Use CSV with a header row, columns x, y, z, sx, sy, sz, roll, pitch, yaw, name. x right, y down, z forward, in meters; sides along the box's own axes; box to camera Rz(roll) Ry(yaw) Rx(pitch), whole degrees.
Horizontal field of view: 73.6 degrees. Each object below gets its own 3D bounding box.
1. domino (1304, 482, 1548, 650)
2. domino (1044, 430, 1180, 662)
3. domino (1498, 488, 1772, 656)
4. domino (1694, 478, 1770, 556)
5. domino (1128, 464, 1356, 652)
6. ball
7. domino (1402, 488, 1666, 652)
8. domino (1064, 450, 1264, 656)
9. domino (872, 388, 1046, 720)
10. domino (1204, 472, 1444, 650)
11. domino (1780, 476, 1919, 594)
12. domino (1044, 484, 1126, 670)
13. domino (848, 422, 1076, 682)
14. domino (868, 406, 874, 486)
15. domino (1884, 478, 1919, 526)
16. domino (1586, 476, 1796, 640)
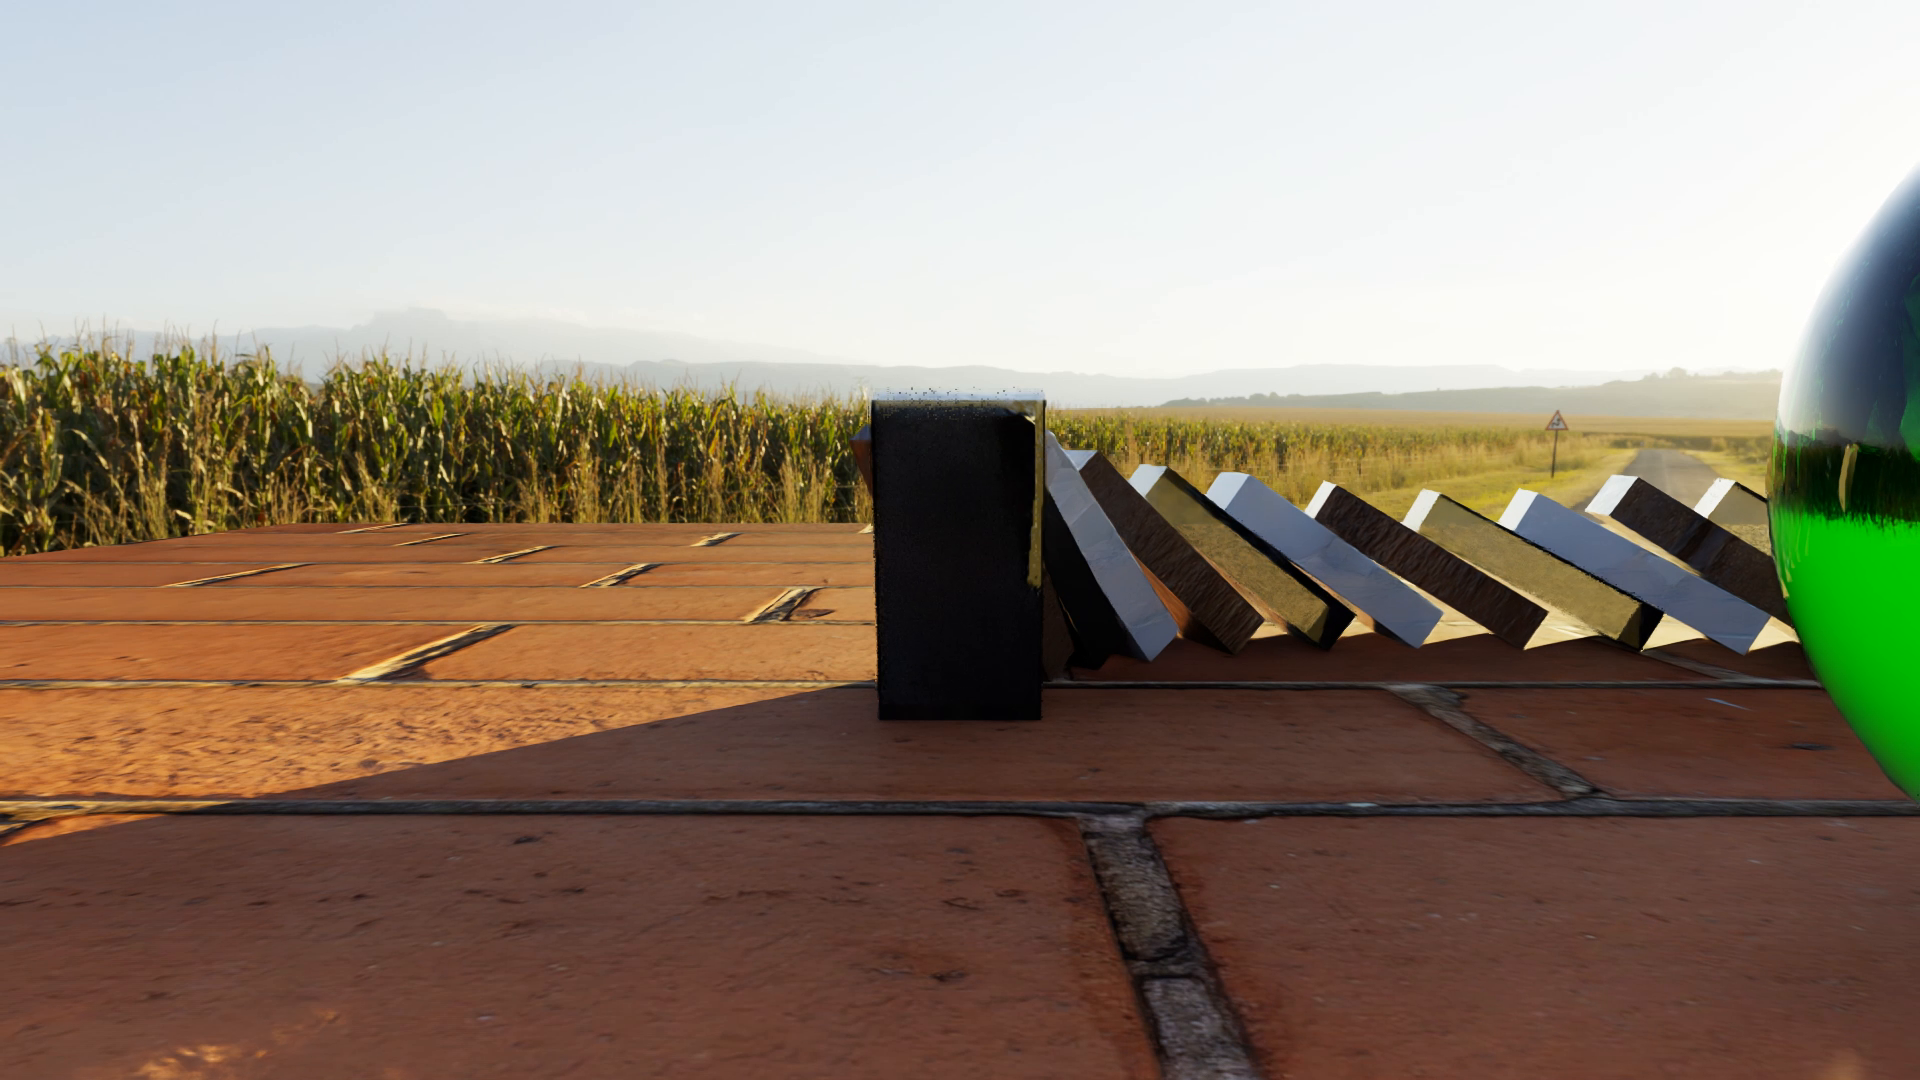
x,y,z,sx,sy,sz,roll,pitch,yaw,name
0.100,0.005,0.279,0.050,0.010,0.025,32,9,6,domino
0.021,0.001,0.253,0.010,0.050,0.025,-44,23,-20,domino
0.142,0.006,0.273,0.050,0.009,0.025,30,11,11,domino
0.179,0.005,0.265,0.050,0.010,0.025,36,17,17,domino
0.058,0.003,0.273,0.050,0.009,0.025,37,1,-6,domino
0.107,-0.005,0.096,0.080,0.080,0.080,0,4,0,ball
0.122,0.006,0.276,0.050,0.009,0.025,30,10,8,domino
0.038,0.002,0.265,0.050,0.010,0.025,44,-7,-14,domino
0.000,0.002,0.195,0.025,0.050,0.009,0,17,1,domino
0.077,0.004,0.276,0.050,0.010,0.025,35,3,-4,domino
0.195,0.005,0.259,0.050,0.010,0.025,37,17,18,domino
0.010,0.001,0.242,0.009,0.050,0.025,-44,29,-28,domino
0.001,0.001,0.228,0.025,0.050,0.009,3,36,38,domino
0.000,0.002,0.208,0.025,0.050,0.009,0,23,5,domino
0.210,0.005,0.252,0.050,0.009,0.025,38,17,21,domino
0.159,0.004,0.269,0.050,0.010,0.025,35,12,11,domino
